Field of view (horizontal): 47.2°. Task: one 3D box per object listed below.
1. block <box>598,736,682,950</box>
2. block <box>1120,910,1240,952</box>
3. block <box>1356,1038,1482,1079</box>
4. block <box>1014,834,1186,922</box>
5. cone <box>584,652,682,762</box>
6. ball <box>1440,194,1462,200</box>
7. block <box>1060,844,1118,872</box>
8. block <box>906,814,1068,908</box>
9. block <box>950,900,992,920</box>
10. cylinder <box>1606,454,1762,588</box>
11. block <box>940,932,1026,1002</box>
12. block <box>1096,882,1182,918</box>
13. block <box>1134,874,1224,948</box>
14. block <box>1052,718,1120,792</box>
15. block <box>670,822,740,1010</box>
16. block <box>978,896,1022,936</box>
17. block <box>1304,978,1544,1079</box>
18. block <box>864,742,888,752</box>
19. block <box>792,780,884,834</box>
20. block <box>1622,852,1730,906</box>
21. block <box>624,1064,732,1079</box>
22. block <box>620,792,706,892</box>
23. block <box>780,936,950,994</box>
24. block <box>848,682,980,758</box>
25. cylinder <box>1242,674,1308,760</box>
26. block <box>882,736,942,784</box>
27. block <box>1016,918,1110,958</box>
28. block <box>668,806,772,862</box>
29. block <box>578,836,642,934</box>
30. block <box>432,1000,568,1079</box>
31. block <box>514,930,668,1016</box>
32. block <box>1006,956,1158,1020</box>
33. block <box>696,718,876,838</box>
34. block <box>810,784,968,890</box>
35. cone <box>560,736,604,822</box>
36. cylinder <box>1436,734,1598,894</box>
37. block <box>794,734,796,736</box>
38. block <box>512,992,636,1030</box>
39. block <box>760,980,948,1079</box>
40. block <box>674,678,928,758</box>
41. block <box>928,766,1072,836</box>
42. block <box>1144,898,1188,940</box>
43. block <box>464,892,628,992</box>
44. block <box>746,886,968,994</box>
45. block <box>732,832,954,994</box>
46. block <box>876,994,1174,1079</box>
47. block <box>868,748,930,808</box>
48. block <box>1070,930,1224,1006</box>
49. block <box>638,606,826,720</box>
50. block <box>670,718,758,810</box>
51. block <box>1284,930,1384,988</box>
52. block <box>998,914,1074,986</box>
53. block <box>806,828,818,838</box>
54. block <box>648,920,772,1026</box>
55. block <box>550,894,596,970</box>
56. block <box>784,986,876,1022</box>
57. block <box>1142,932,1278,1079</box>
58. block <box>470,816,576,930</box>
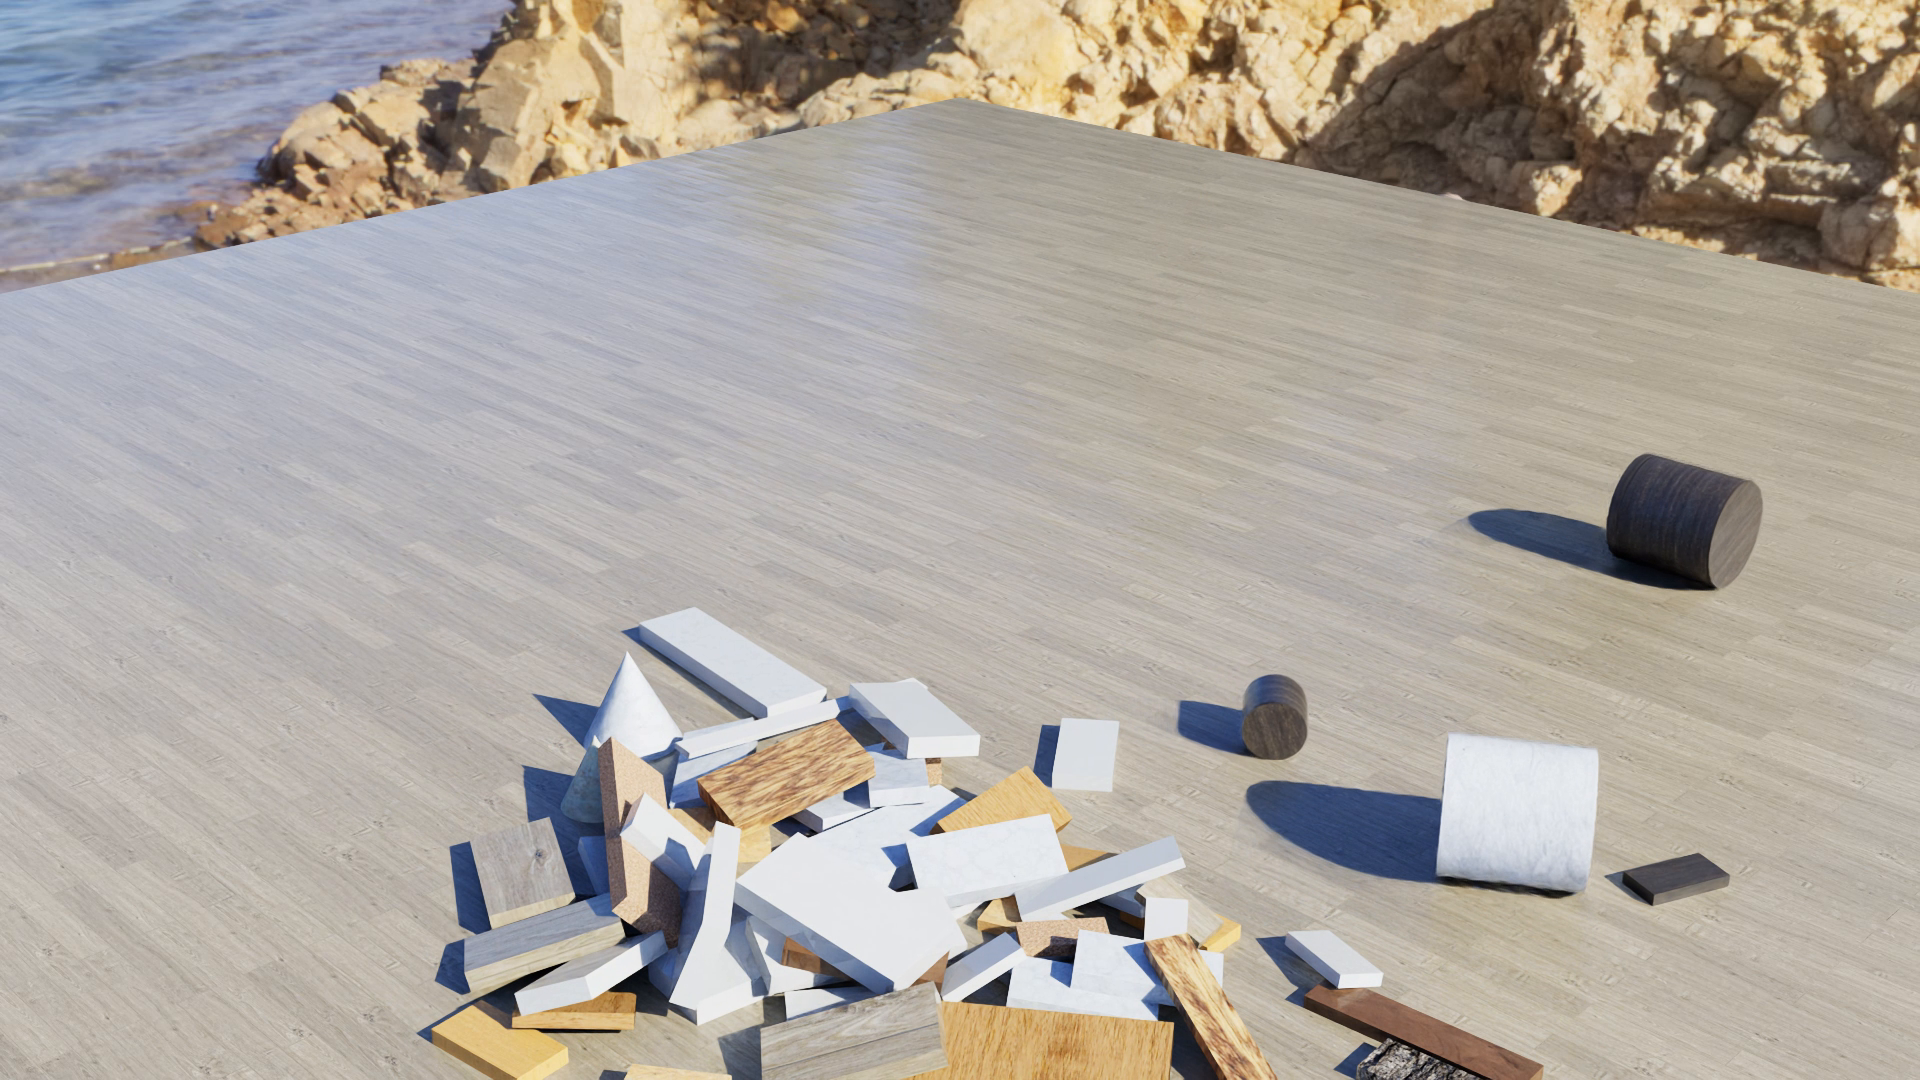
[{"bbox_3d":[-0.607,0.565,4.160,0.040,0.141,0.562,-43,26,10],"label":"block"},{"bbox_3d":[0.406,0.706,4.061,0.202,0.029,0.101,20,30,39],"label":"block"},{"bbox_3d":[0.767,0.893,3.619,0.202,0.029,0.101,18,29,36],"label":"block"},{"bbox_3d":[0.257,0.628,4.061,0.315,0.022,0.079,-20,25,2],"label":"block"},{"bbox_3d":[-0.706,0.333,4.704,0.212,0.212,0.212,0,23,0],"label":"cone"},{"bbox_3d":[2.134,-1.424,9.629,0.188,0.188,0.188,0,23,0],"label":"ball"},{"bbox_3d":[0.207,0.621,4.203,0.201,0.028,0.100,3,19,42],"label":"block"},{"bbox_3d":[0.050,0.606,4.131,0.281,0.040,0.140,-9,47,-10],"label":"block"},{"bbox_3d":[-0.023,0.681,4.126,0.157,0.022,0.079,-20,30,-39],"label":"block"},{"bbox_3d":[1.819,-0.050,5.525,0.275,0.275,0.275,21,31,40],"label":"cylinder"},{"bbox_3d":[0.030,0.754,3.860,0.164,0.023,0.082,-30,18,-12],"label":"block"},{"bbox_3d":[0.314,0.653,4.121,0.101,0.029,0.202,-18,16,-31],"label":"block"},{"bbox_3d":[0.399,0.673,4.002,0.150,0.021,0.075,38,47,24],"label":"block"},{"bbox_3d":[0.267,0.452,4.650,0.124,0.035,0.248,3,23,6],"label":"block"},{"bbox_3d":[-0.447,0.656,3.870,0.048,0.168,0.337,20,21,-10],"label":"block"},{"bbox_3d":[0.100,0.688,4.110,0.079,0.022,0.157,10,25,22],"label":"block"},{"bbox_3d":[0.783,0.844,3.740,0.409,0.025,0.090,19,29,37],"label":"block"},{"bbox_3d":[-0.201,0.453,4.625,0.094,0.013,0.047,-16,24,22],"label":"block"},{"bbox_3d":[-0.206,0.532,4.411,0.247,0.035,0.124,-8,19,-37],"label":"block"},{"bbox_3d":[1.368,0.648,4.202,0.179,0.025,0.090,-9,25,-21],"label":"block"},{"bbox_3d":[-0.486,0.953,3.454,0.168,0.048,0.337,4,23,10],"label":"block"},{"bbox_3d":[-0.527,0.589,4.125,0.034,0.238,0.119,-41,14,19],"label":"block"},{"bbox_3d":[-0.160,0.712,3.852,0.281,0.040,0.140,12,34,3],"label":"block"},{"bbox_3d":[-0.101,0.379,4.663,0.158,0.045,0.356,0,14,-23],"label":"block"},{"bbox_3d":[0.671,0.378,4.696,0.136,0.136,0.136,3,23,7],"label":"cylinder"},{"bbox_3d":[-0.104,0.443,4.672,0.124,0.035,0.248,-1,23,-2],"label":"block"},{"bbox_3d":[0.187,0.717,3.968,0.164,0.023,0.082,-2,23,-6],"label":"block"},{"bbox_3d":[-0.529,0.584,4.330,0.304,0.043,0.152,-3,23,-7],"label":"block"},{"bbox_3d":[-0.633,0.644,4.123,0.102,0.029,0.252,1,31,-28],"label":"block"},{"bbox_3d":[-0.777,0.853,3.710,0.219,0.031,0.109,17,28,35],"label":"block"},{"bbox_3d":[-0.632,0.745,3.795,0.141,0.040,0.282,-17,1,20],"label":"block"},{"bbox_3d":[0.215,0.791,3.812,0.258,0.036,0.129,9,24,4],"label":"block"},{"bbox_3d":[-0.345,0.473,4.377,0.316,0.045,0.158,-23,39,-24],"label":"block"},{"bbox_3d":[-0.108,0.585,4.272,0.351,0.050,0.175,-17,33,-42],"label":"block"},{"bbox_3d":[-0.736,0.465,4.463,0.157,0.157,0.157,0,23,0],"label":"cone"},{"bbox_3d":[1.058,0.518,4.189,0.274,0.274,0.274,5,24,13],"label":"cylinder"},{"bbox_3d":[-0.341,0.483,4.580,0.119,0.034,0.238,8,24,19],"label":"block"},{"bbox_3d":[-0.659,0.806,3.771,0.203,0.029,0.102,2,8,-6],"label":"block"},{"bbox_3d":[-0.175,0.831,3.603,0.301,0.043,0.151,-16,34,4],"label":"block"},{"bbox_3d":[-0.328,0.377,4.715,0.047,0.013,0.696,30,28,36],"label":"block"},{"bbox_3d":[0.082,0.557,4.294,0.140,0.040,0.281,48,43,15],"label":"block"},{"bbox_3d":[0.368,0.716,3.937,0.075,0.021,0.150,3,59,6],"label":"block"},{"bbox_3d":[-0.741,0.714,3.925,0.282,0.040,0.141,-17,17,-8],"label":"block"},{"bbox_3d":[-0.185,0.711,3.921,0.365,0.043,0.151,-5,37,-22],"label":"block"},{"bbox_3d":[-0.204,0.655,3.844,0.351,0.050,0.175,28,38,24],"label":"block"},{"bbox_3d":[0.094,0.856,3.623,0.501,0.050,0.176,4,38,8],"label":"block"},{"bbox_3d":[-0.127,0.478,4.449,0.119,0.034,0.238,-5,14,-3],"label":"block"},{"bbox_3d":[0.328,0.752,3.839,0.257,0.036,0.129,9,25,4],"label":"block"},{"bbox_3d":[-0.526,0.281,5.023,0.152,0.043,0.575,-16,26,-33],"label":"block"},{"bbox_3d":[-0.506,0.472,4.547,0.152,0.043,0.304,-13,23,4],"label":"block"},{"bbox_3d":[0.666,0.747,3.923,0.090,0.025,0.179,3,14,-24],"label":"block"},{"bbox_3d":[0.136,0.740,3.980,0.201,0.028,0.100,-19,29,-37],"label":"block"},{"bbox_3d":[-0.269,0.610,4.287,0.100,0.028,0.201,10,25,21],"label":"block"},{"bbox_3d":[-0.368,0.749,3.934,0.337,0.048,0.168,-16,28,-34],"label":"block"},{"bbox_3d":[-0.704,0.717,4.033,0.102,0.029,0.203,1,23,3],"label":"block"},{"bbox_3d":[-0.169,0.820,3.781,0.257,0.036,0.129,-3,23,-6],"label":"block"},{"bbox_3d":[0.433,0.820,3.684,0.082,0.023,0.425,-8,36,-20],"label":"block"},{"bbox_3d":[-0.828,0.634,4.164,0.158,0.045,0.316,-14,23,-14],"label":"block"}]
